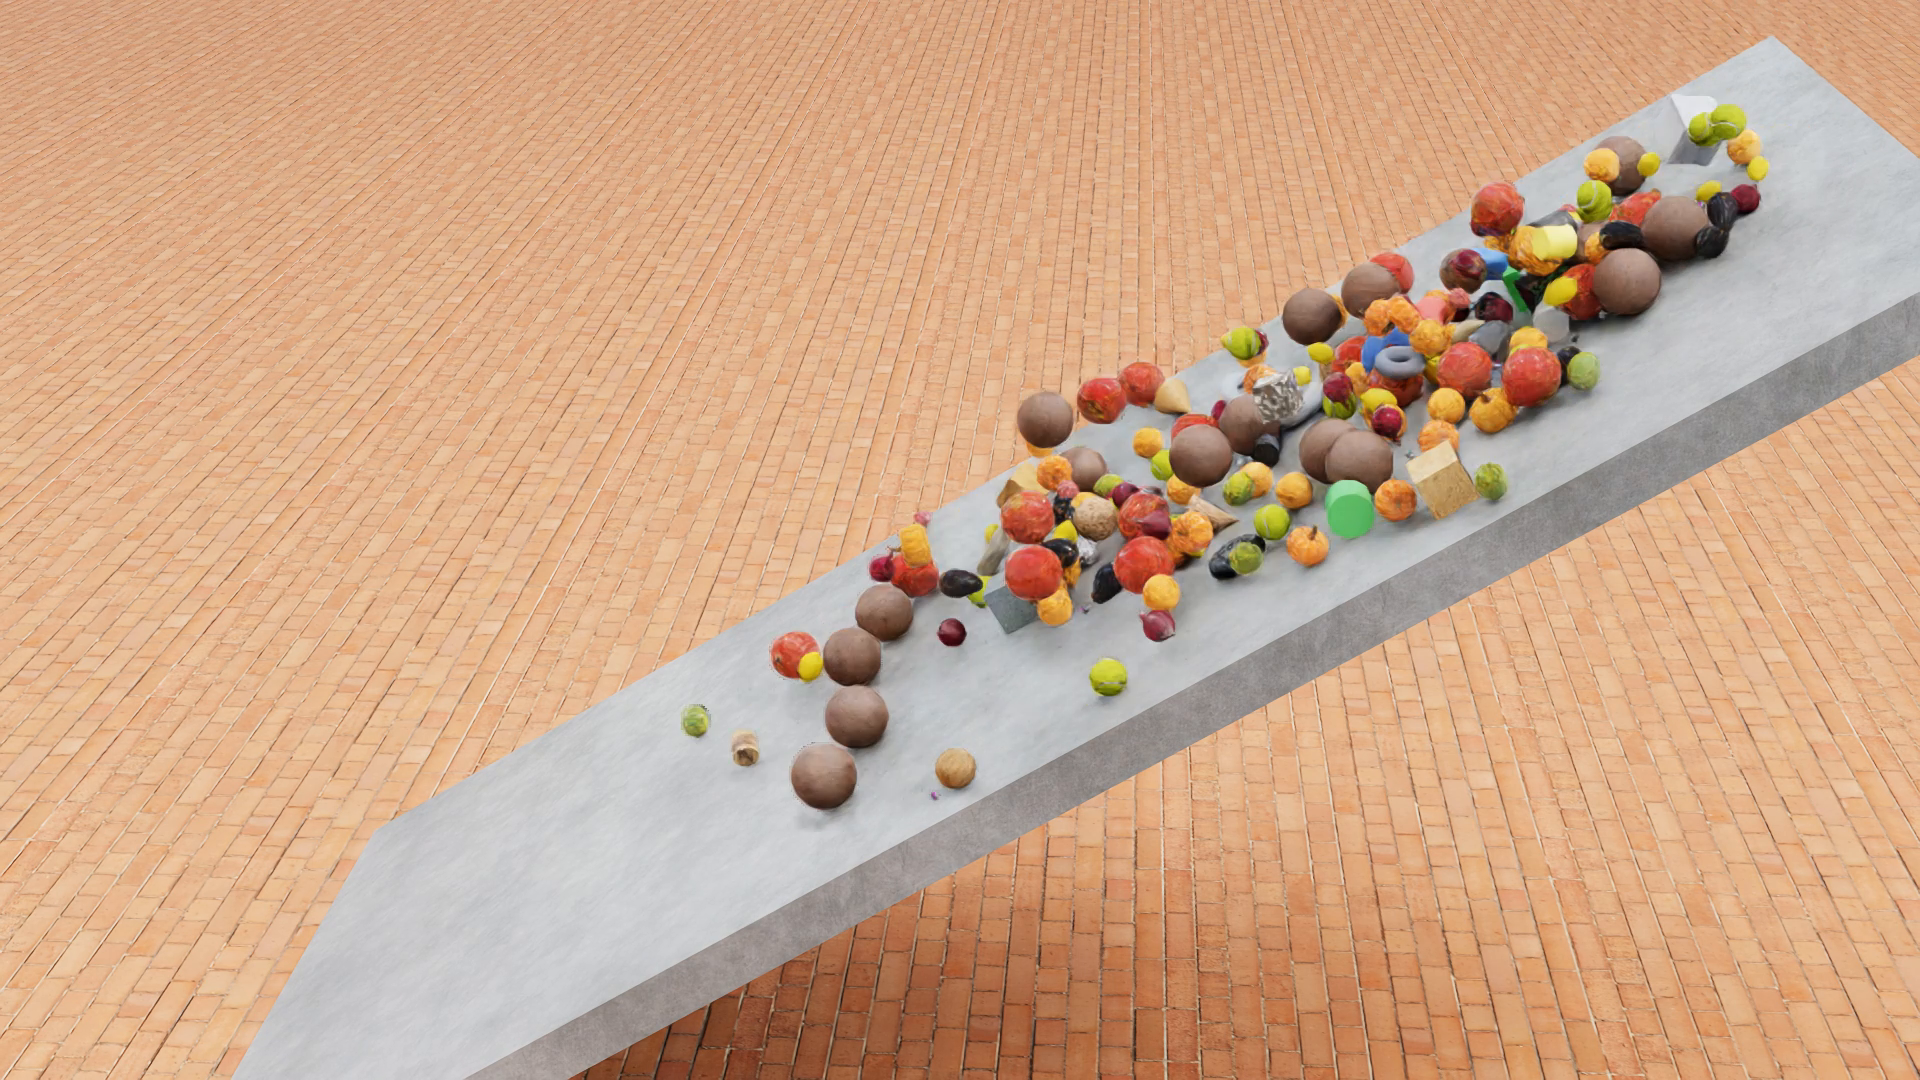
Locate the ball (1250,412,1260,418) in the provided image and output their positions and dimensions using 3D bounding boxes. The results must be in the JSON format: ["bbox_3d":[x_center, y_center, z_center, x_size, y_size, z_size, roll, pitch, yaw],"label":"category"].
[{"bbox_3d":[0.652,-0.291,6.405,0.052,0.052,0.052,0,19,0],"label":"ball"}]

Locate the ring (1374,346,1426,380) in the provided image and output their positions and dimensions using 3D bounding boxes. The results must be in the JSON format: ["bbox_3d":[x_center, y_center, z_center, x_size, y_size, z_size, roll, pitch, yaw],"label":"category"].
[{"bbox_3d":[0.876,-0.353,5.851,0.103,0.034,0.103,-5,32,3],"label":"ring"}]

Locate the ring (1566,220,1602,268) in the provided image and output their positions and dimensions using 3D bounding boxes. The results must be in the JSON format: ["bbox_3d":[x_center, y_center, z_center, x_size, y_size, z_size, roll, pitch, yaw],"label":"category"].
[{"bbox_3d":[1.270,-0.614,6.106,0.126,0.042,0.126,-17,44,18],"label":"ring"}]

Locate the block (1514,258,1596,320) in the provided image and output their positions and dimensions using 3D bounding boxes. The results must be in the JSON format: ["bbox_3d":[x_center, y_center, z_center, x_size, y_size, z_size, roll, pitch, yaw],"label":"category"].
[{"bbox_3d":[1.182,-0.492,5.852,0.099,0.099,0.099,-35,15,1],"label":"block"}]

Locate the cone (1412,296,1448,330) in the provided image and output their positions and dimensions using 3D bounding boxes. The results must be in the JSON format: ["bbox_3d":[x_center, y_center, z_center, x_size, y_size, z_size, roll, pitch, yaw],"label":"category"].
[{"bbox_3d":[0.973,-0.450,6.011,0.077,0.077,0.077,-3,25,-8],"label":"cone"}]

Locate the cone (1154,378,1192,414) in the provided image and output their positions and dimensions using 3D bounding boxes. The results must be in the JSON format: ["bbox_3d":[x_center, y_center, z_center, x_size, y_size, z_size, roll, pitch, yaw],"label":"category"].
[{"bbox_3d":[0.510,-0.313,6.789,0.091,0.091,0.091,-11,33,-28],"label":"cone"}]

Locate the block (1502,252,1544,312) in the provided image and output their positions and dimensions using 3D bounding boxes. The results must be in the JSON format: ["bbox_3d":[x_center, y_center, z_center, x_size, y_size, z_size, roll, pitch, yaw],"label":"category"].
[{"bbox_3d":[1.178,-0.535,6.022,0.087,0.087,0.087,-19,20,37],"label":"block"}]

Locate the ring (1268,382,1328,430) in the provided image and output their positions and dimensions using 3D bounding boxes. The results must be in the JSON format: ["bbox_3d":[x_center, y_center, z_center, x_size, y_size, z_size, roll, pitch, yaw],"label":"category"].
[{"bbox_3d":[0.717,-0.284,6.252,0.144,0.048,0.144,-33,11,7],"label":"ring"}]

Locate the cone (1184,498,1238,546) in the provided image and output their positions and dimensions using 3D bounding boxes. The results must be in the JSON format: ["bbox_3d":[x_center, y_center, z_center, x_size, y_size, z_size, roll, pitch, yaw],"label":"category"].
[{"bbox_3d":[0.515,-0.040,5.902,0.097,0.097,0.097,-6,14,29],"label":"cone"}]

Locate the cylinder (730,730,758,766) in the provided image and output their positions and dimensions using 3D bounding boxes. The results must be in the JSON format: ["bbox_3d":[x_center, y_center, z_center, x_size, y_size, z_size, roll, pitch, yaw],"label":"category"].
[{"bbox_3d":[-0.461,0.444,6.288,0.055,0.055,0.055,-3,43,-10],"label":"cylinder"}]

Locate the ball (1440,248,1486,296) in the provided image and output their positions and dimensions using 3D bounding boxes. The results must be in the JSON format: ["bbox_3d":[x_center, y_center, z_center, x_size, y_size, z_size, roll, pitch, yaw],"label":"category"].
[{"bbox_3d":[1.016,-0.542,5.941,0.095,0.095,0.095,0,19,0],"label":"ball"}]

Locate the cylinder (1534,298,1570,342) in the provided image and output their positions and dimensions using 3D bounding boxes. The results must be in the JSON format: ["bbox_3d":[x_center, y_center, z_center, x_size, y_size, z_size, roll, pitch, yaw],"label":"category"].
[{"bbox_3d":[1.160,-0.432,5.768,0.069,0.069,0.069,3,24,10],"label":"cylinder"}]

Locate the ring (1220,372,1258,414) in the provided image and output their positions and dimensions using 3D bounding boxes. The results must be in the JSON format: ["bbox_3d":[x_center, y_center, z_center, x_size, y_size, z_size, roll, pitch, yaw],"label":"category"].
[{"bbox_3d":[0.611,-0.318,6.354,0.104,0.035,0.104,14,52,-18],"label":"ring"}]

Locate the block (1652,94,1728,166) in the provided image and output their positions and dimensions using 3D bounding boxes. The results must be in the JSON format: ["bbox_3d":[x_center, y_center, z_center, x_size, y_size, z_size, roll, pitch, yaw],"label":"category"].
[{"bbox_3d":[1.503,-0.844,6.055,0.099,0.099,0.099,1,50,-16],"label":"block"}]

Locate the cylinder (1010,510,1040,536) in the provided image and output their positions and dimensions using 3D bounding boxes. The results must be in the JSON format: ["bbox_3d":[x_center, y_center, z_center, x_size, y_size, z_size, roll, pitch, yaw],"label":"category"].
[{"bbox_3d":[0.147,-0.048,6.654,0.054,0.054,0.054,7,35,18],"label":"cylinder"}]

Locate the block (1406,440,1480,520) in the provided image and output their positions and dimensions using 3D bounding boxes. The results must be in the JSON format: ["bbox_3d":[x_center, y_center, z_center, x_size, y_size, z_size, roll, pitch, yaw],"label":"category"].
[{"bbox_3d":[0.866,-0.107,5.277,0.087,0.087,0.087,-30,24,11],"label":"block"}]

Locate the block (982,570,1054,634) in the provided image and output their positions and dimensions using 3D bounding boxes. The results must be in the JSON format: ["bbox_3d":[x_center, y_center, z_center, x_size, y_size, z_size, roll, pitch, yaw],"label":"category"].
[{"bbox_3d":[0.121,0.116,6.108,0.098,0.098,0.098,-27,16,21],"label":"block"}]

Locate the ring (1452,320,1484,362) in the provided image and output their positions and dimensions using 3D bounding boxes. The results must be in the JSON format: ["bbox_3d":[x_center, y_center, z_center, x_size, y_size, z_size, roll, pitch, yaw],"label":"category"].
[{"bbox_3d":[1.027,-0.400,5.896,0.090,0.090,0.030,-4,26,-12],"label":"ring"}]

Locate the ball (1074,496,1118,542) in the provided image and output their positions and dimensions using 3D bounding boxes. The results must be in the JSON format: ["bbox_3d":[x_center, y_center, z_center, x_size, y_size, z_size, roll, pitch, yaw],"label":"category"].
[{"bbox_3d":[0.286,-0.044,6.203,0.094,0.094,0.094,0,19,0],"label":"ball"}]

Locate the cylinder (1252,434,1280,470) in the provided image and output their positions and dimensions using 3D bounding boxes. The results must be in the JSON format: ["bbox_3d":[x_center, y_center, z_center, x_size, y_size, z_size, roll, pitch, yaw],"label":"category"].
[{"bbox_3d":[0.633,-0.182,6.077,0.057,0.057,0.057,3,20,8],"label":"cylinder"}]

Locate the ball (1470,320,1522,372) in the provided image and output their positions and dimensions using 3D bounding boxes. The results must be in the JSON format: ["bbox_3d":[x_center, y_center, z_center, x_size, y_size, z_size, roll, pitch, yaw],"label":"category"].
[{"bbox_3d":[1.052,-0.381,5.772,0.100,0.100,0.100,0,19,0],"label":"ball"}]

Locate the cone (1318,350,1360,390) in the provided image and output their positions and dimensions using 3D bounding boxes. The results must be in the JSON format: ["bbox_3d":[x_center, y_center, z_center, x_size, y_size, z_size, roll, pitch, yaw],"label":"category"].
[{"bbox_3d":[0.831,-0.367,6.303,0.088,0.088,0.088,-10,21,-43],"label":"cone"}]

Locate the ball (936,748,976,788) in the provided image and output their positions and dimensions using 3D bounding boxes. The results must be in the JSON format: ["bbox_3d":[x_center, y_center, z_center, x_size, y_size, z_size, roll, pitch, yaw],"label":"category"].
[{"bbox_3d":[-0.008,0.422,5.440,0.077,0.077,0.077,0,19,0],"label":"ball"}]

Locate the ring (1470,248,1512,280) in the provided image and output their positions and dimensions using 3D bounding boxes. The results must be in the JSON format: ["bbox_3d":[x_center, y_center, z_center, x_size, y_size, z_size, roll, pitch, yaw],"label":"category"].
[{"bbox_3d":[1.082,-0.573,6.118,0.145,0.048,0.145,7,-4,0],"label":"ring"}]

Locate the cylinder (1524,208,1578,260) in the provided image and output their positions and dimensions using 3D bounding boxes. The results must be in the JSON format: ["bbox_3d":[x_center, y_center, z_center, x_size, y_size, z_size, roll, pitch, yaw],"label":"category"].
[{"bbox_3d":[1.200,-0.621,5.968,0.077,0.077,0.077,-31,32,-22],"label":"cylinder"}]

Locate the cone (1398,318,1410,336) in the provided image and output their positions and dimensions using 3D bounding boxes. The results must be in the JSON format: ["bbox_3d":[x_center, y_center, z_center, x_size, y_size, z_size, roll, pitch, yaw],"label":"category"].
[{"bbox_3d":[0.914,-0.437,6.047,0.052,0.052,0.052,26,11,-6],"label":"cone"}]

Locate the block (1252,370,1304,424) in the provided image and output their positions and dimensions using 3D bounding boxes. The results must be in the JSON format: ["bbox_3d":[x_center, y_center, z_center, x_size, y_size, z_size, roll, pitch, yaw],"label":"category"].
[{"bbox_3d":[0.650,-0.294,6.012,0.076,0.076,0.076,-15,14,21],"label":"block"}]

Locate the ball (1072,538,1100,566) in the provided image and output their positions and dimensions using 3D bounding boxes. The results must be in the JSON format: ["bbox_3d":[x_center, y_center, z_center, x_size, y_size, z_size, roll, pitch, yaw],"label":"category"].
[{"bbox_3d":[0.265,0.026,6.181,0.057,0.057,0.057,0,19,0],"label":"ball"}]

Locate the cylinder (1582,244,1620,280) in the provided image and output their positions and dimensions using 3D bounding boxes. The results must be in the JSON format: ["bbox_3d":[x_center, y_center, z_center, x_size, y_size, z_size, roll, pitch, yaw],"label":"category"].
[{"bbox_3d":[1.295,-0.563,5.937,0.053,0.053,0.053,-35,23,0],"label":"cylinder"}]

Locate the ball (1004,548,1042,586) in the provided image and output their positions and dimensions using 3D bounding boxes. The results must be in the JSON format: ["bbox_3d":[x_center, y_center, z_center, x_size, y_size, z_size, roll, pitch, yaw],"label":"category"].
[{"bbox_3d":[0.129,0.054,5.983,0.077,0.077,0.077,0,19,0],"label":"ball"}]

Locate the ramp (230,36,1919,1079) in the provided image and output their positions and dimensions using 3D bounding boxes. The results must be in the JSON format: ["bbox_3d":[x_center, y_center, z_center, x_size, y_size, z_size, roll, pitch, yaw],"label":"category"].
[{"bbox_3d":[0.141,0.169,6.289,4.000,0.100,2.000,-29,15,13],"label":"ramp"}]

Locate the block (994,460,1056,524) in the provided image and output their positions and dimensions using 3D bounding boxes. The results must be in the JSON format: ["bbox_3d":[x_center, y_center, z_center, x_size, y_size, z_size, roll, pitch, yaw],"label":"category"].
[{"bbox_3d":[0.140,-0.103,6.346,0.082,0.082,0.082,36,40,3],"label":"block"}]

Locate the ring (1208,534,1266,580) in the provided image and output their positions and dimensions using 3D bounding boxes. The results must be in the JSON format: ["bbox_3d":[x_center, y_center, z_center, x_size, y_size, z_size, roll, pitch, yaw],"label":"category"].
[{"bbox_3d":[0.532,0.032,5.643,0.122,0.041,0.122,-31,16,10],"label":"ring"}]

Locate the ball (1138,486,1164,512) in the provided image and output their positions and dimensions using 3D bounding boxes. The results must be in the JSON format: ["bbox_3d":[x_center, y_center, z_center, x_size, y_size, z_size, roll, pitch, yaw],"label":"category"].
[{"bbox_3d":[0.407,-0.088,6.255,0.055,0.055,0.055,0,19,0],"label":"ball"}]

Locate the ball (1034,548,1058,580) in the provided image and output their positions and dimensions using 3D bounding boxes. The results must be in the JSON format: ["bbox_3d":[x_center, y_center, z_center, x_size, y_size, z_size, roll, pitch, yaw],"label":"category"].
[{"bbox_3d":[0.174,0.050,6.269,0.069,0.069,0.069,0,19,0],"label":"ball"}]
